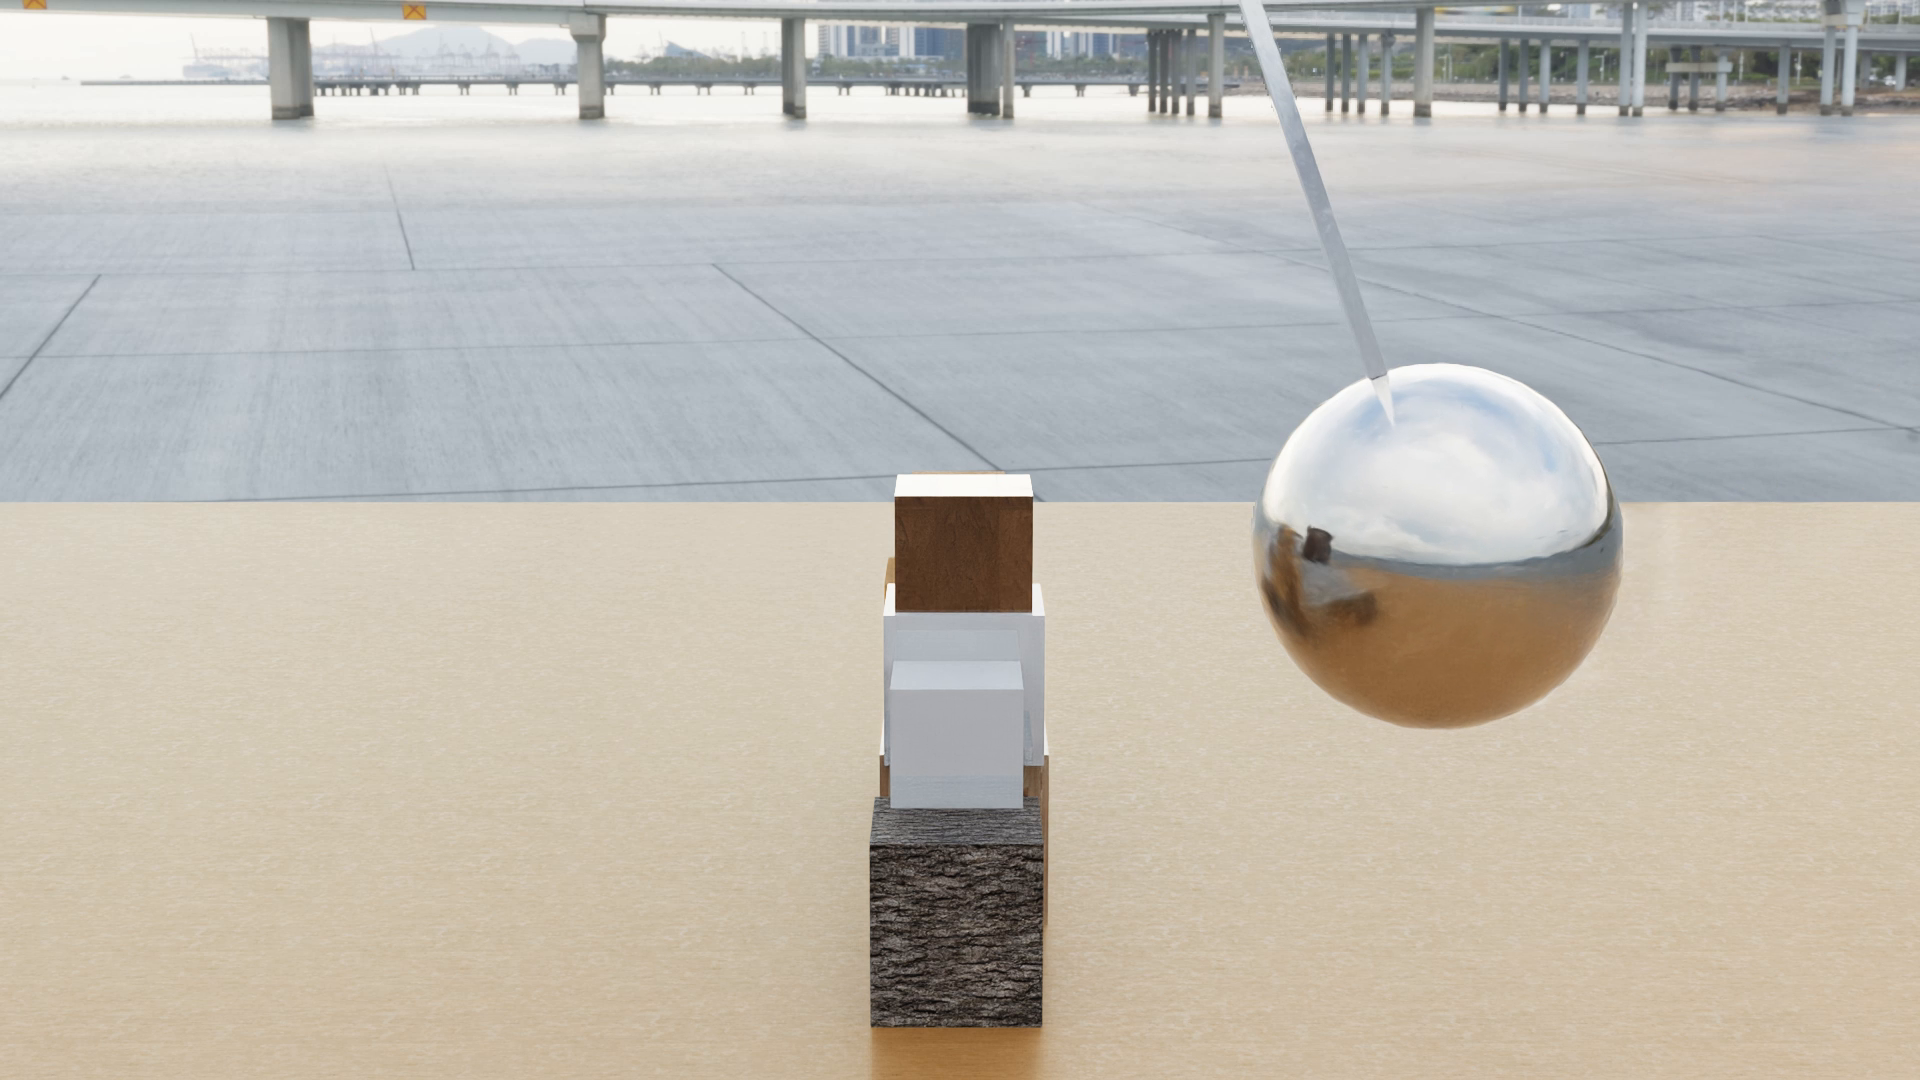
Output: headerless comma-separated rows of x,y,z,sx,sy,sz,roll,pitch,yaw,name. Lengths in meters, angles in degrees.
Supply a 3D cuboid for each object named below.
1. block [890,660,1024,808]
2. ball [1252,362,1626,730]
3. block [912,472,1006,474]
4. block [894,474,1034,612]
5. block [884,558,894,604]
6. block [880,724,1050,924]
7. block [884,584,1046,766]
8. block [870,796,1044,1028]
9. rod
-0.012,0.761,10.121,0.510,0.468,0.533,0,9,0,block
2.074,0.029,11.186,1.600,1.600,1.600,0,10,0,ball
-0.007,-0.045,11.471,0.421,0.463,0.452,0,10,0,block
0.015,0.009,10.600,0.556,0.477,0.552,0,10,0,block
-0.015,0.441,11.811,0.644,0.615,0.657,0,10,0,block
0.017,1.185,11.000,0.701,0.733,0.697,0,10,0,block
0.017,0.552,10.692,0.650,0.623,0.655,0,10,0,block
-0.013,1.412,9.815,0.641,0.709,0.633,0,10,0,block
0.899,-3.109,10.615,0.080,5.200,0.080,-20,10,4,rod
